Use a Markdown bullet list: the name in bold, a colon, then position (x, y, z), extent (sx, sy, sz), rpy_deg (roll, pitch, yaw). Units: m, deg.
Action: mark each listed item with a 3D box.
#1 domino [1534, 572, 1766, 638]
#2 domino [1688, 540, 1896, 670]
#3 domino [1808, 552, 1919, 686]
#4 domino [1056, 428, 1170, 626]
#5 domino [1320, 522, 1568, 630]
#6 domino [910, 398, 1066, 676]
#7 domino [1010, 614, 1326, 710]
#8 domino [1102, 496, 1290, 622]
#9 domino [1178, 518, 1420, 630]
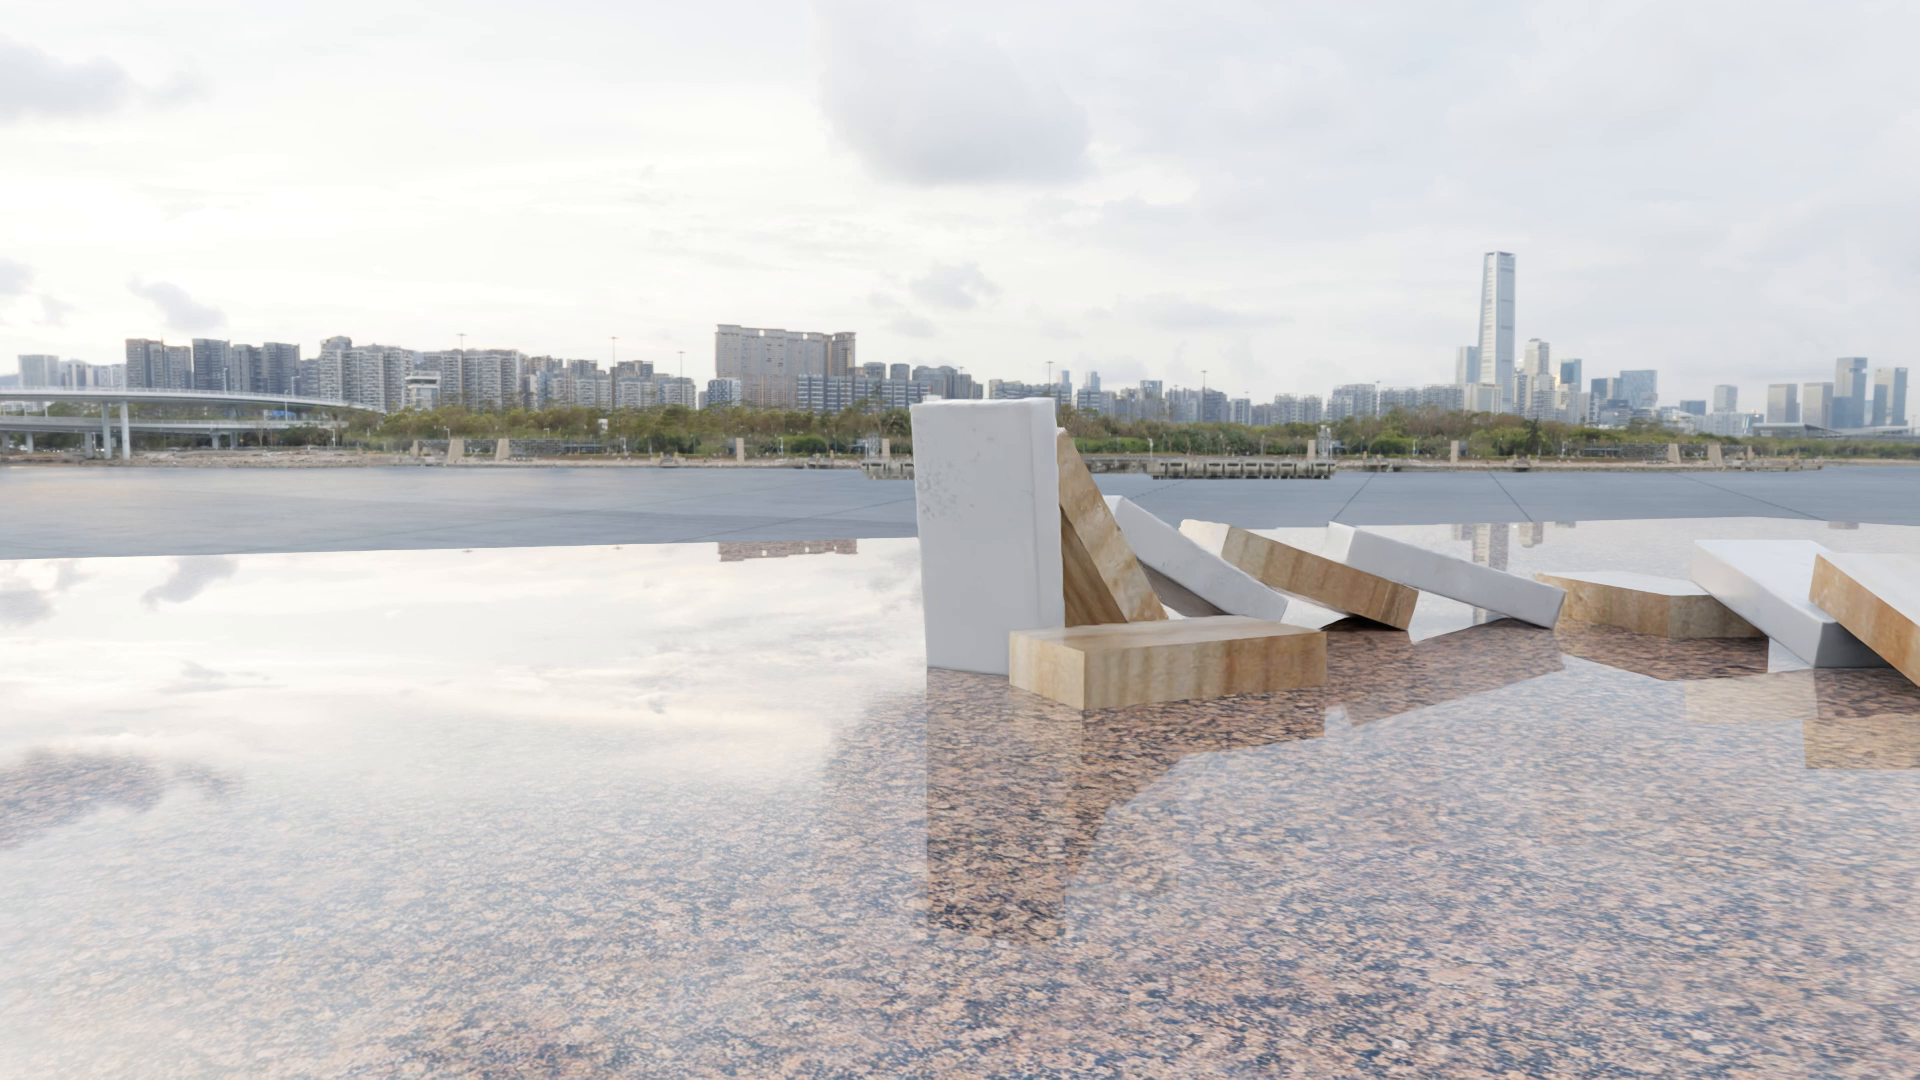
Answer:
- **domino**: position (0.163, 0.015, 0.307), extent (0.025, 0.010, 0.050), rpy_deg (-1, 4, -9)
- **domino**: position (0.176, 0.012, 0.265), extent (0.025, 0.010, 0.050), rpy_deg (0, 18, 4)
- **domino**: position (0.174, 0.015, 0.225), extent (0.025, 0.010, 0.050), rpy_deg (1, 18, 10)
- **domino**: position (0.021, 0.001, 0.258), extent (0.025, 0.050, 0.010), rpy_deg (5, 44, 50)
- **domino**: position (0.114, 0.008, 0.306), extent (0.050, 0.010, 0.025), rpy_deg (17, 5, 2)
- **domino**: position (0.005, -0.001, 0.237), extent (0.025, 0.050, 0.010), rpy_deg (3, 11, 32)
- **domino**: position (0.037, 0.021, 0.227), extent (0.050, 0.009, 0.025), rpy_deg (-2, 5, -26)
- **domino**: position (0.044, 0.006, 0.279), extent (0.050, 0.010, 0.025), rpy_deg (29, -10, -26)
- **domino**: position (0.077, 0.008, 0.298), extent (0.050, 0.010, 0.025), rpy_deg (18, 0, -15)
